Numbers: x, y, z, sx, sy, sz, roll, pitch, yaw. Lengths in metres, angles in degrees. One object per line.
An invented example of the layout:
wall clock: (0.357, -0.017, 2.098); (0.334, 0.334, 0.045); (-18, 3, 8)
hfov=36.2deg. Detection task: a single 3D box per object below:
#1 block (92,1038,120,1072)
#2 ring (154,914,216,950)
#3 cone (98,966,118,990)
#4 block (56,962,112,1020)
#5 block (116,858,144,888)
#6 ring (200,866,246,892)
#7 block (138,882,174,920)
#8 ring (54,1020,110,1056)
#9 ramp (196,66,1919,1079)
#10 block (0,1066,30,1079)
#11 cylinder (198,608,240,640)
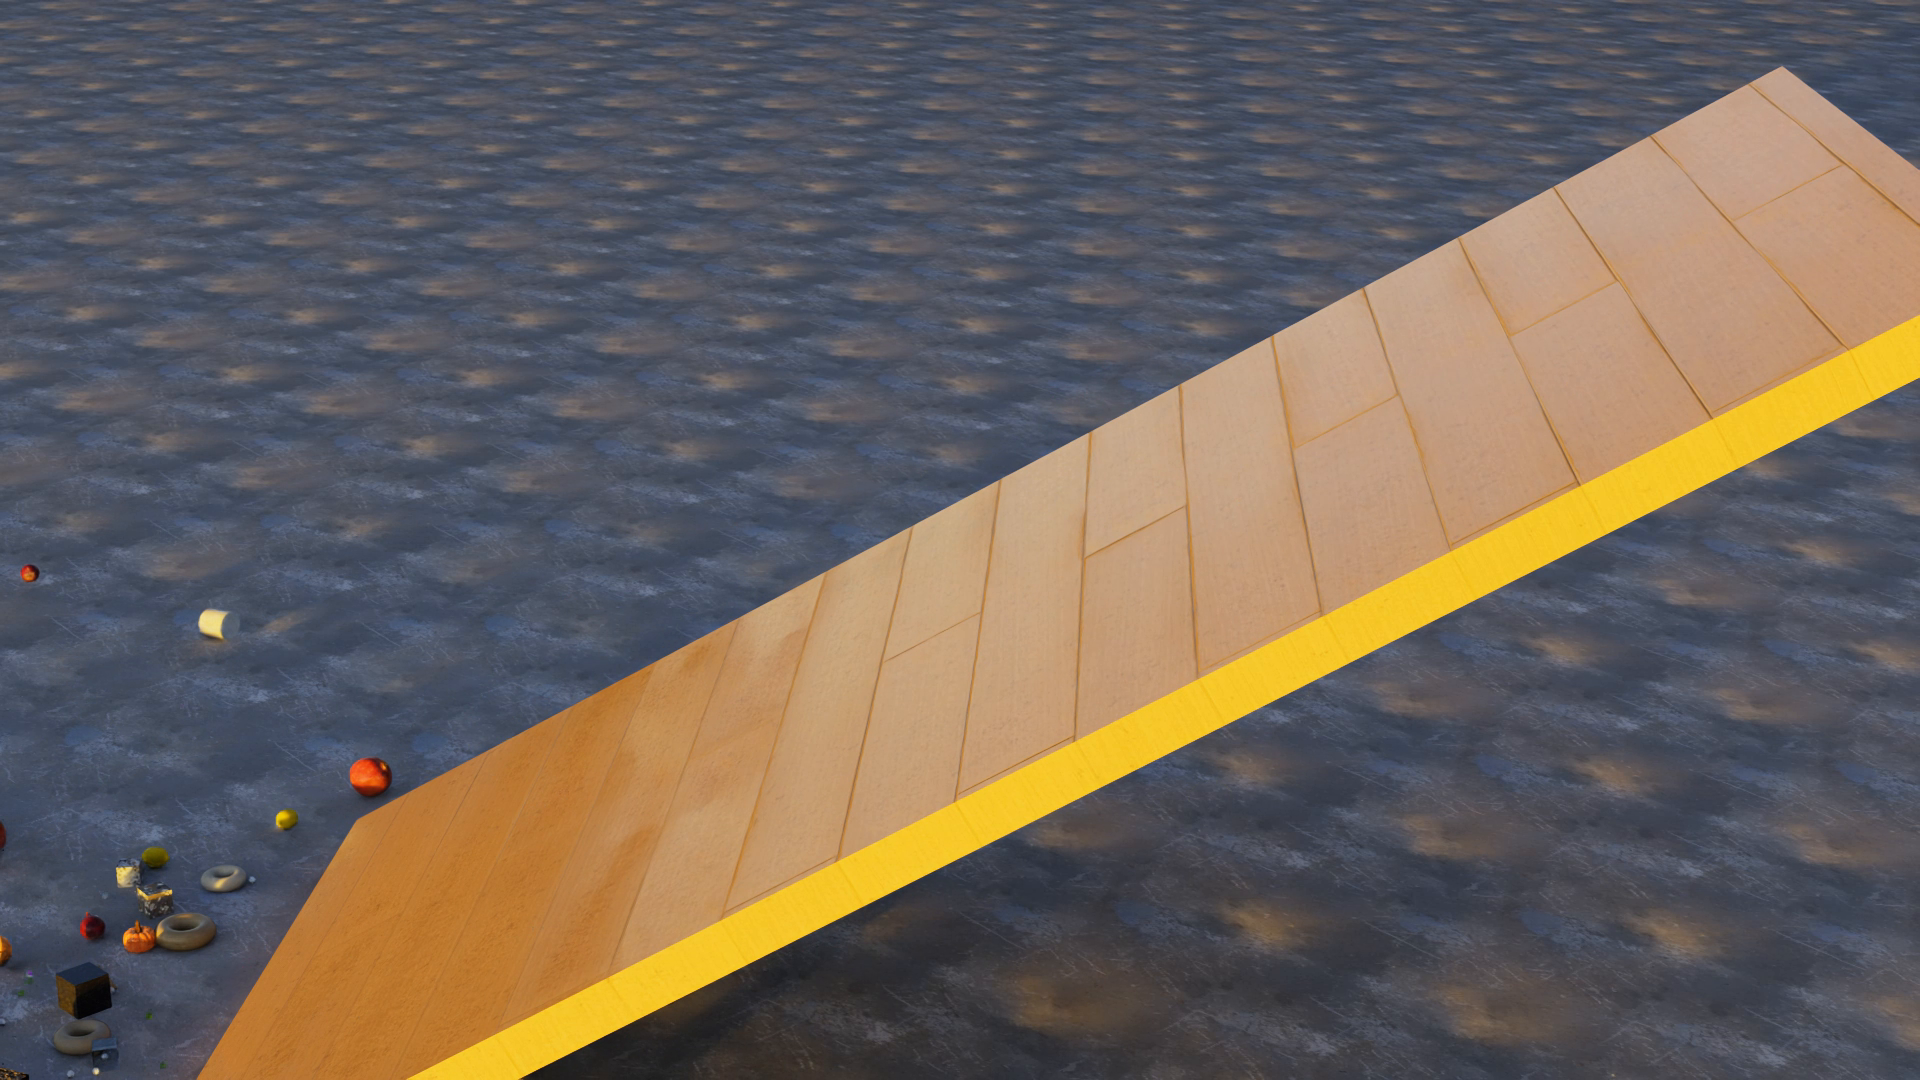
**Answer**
block: (-1.900, 1.145, 6.540); (0.053, 0.053, 0.053); (-5, 19, -14)
ring: (-1.880, 0.951, 7.136); (0.148, 0.049, 0.148); (1, 19, 0)
cone: (-2.004, 1.039, 6.897); (0.067, 0.067, 0.067); (25, 16, -10)
block: (-2.026, 1.041, 6.800); (0.086, 0.086, 0.086); (17, 25, 42)
block: (-2.102, 0.843, 7.452); (0.055, 0.055, 0.055); (-2, 18, -5)
ring: (-1.862, 0.857, 7.440); (0.113, 0.038, 0.113); (0, 19, 0)
block: (-1.994, 0.893, 7.289); (0.063, 0.063, 0.063); (-14, 23, -36)
ring: (-1.979, 1.121, 6.631); (0.126, 0.042, 0.126); (-1, 18, 0)
ramp: (0.142, 0.167, 6.284); (4.000, 0.100, 2.000); (-28, 15, 12)
block: (-2.063, 1.198, 6.320); (0.089, 0.089, 0.089); (9, 20, 25)
cylinder: (-2.308, 0.263, 9.160); (0.087, 0.087, 0.087); (9, 21, 27)
